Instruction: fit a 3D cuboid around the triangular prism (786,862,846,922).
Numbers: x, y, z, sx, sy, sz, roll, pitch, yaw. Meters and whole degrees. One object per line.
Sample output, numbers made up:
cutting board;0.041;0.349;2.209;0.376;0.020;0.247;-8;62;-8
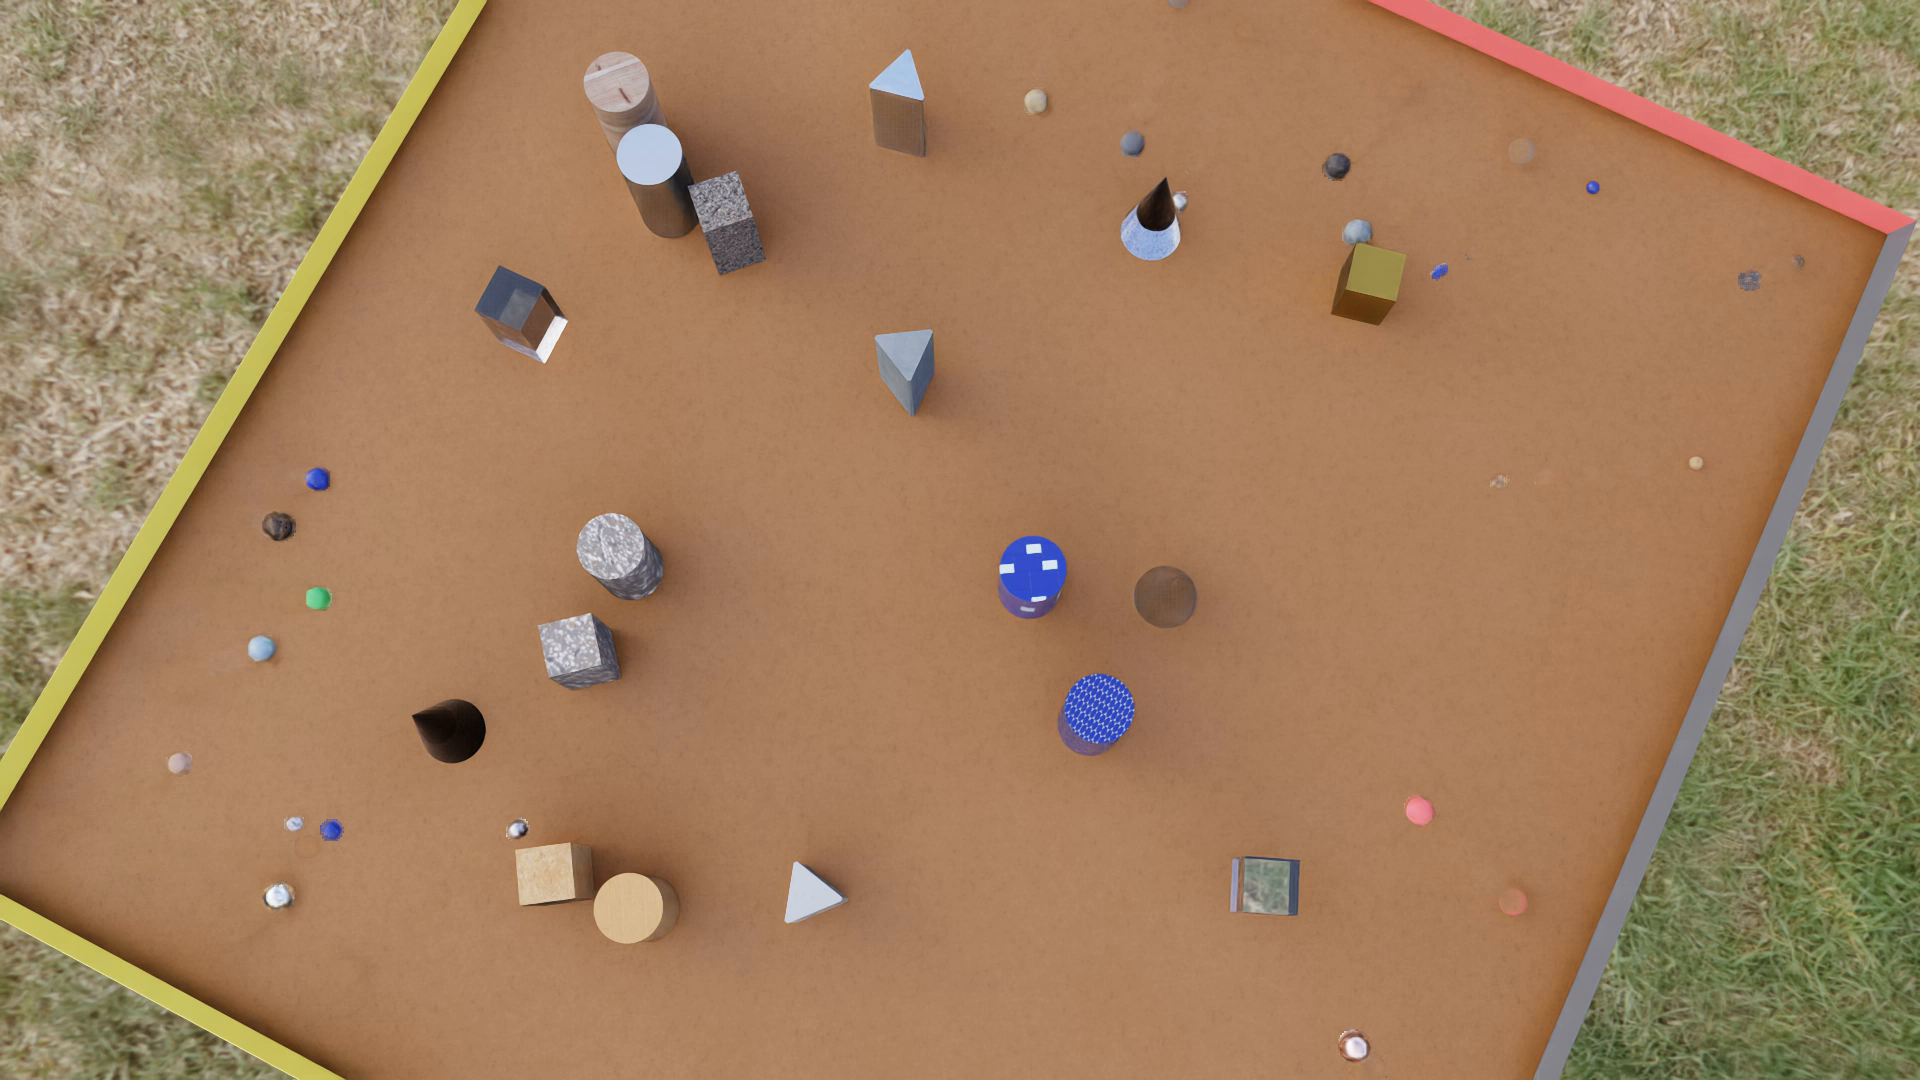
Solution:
triangular prism;-0.434;0.996;5.262;0.167;0.290;0.145;-22;79;-4

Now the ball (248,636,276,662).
ball;-2.099;0.327;5.509;0.080;0.080;0.080;0;78;0

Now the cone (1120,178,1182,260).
cone;0.606;-1.024;5.601;0.193;0.445;0.193;0;78;0

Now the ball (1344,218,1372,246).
ball;1.254;-0.969;5.773;0.086;0.086;0.086;0;78;0

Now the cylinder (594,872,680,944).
cylinder;-0.923;1.055;5.246;0.193;0.299;0.193;0;78;0

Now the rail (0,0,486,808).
rail;-1.956;-0.951;5.748;0.045;0.126;4.465;26;80;5

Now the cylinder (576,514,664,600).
cylinder;-1.002;0.053;5.425;0.193;0.353;0.193;0;78;0

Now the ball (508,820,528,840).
ball;-1.306;0.855;5.411;0.057;0.057;0.057;0;78;0

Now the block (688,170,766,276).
block;-0.712;-0.969;5.629;0.155;0.368;0.155;-19;79;-4

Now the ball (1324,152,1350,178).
ball;1.199;-1.189;5.821;0.082;0.082;0.082;0;78;0

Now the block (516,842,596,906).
block;-1.161;0.964;5.270;0.155;0.288;0.155;-7;78;-2

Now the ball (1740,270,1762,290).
ball;2.484;-0.817;5.755;0.059;0.059;0.059;0;78;0

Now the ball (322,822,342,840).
ball;-1.855;0.858;5.412;0.053;0.053;0.053;0;78;0

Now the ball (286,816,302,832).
ball;-1.968;0.840;5.420;0.045;0.045;0.045;0;78;0

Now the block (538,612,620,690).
block;-1.116;0.332;5.392;0.155;0.306;0.155;-14;79;-3

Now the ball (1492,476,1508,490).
ball;1.659;-0.177;5.630;0.045;0.045;0.045;0;78;0

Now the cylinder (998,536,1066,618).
cylinder;0.211;0.114;5.433;0.193;0.313;0.193;0;78;0

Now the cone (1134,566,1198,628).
cone;0.626;0.139;5.410;0.193;0.347;0.193;0;78;0

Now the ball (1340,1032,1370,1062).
ball;1.136;1.460;5.271;0.085;0.085;0.085;0;78;0

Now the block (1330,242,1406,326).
block;1.260;-0.788;5.660;0.155;0.233;0.155;14;79;3

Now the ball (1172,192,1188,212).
ball;0.693;-1.069;5.807;0.061;0.061;0.061;0;78;0

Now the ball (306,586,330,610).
ball;-1.943;0.177;5.544;0.070;0.070;0.070;0;78;0

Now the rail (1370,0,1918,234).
rail;0.988;-1.928;5.950;4.420;0.126;0.045;26;80;5

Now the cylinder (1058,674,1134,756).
cylinder;0.389;0.510;5.304;0.193;0.406;0.193;0;78;0

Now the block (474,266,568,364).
block;-1.335;-0.685;5.592;0.155;0.325;0.155;25;79;5

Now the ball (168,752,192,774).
ball;-2.320;0.665;5.446;0.064;0.064;0.064;0;78;0

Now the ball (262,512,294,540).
ball;-2.075;-0.042;5.579;0.090;0.090;0.090;0;78;0

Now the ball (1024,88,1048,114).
ball;0.244;-1.405;5.868;0.077;0.077;0.077;0;78;0

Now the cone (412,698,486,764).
cone;-1.520;0.530;5.287;0.193;0.430;0.193;0;78;0

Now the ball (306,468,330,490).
ball;-1.971;-0.186;5.619;0.070;0.070;0.070;0;78;0

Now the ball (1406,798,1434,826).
ball;1.357;0.801;5.410;0.080;0.080;0.080;0;78;0

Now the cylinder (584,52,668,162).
cylinder;-1.015;-1.307;5.646;0.193;0.472;0.193;0;78;0

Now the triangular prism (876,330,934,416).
triangular prism;-0.139;-0.530;5.527;0.145;0.390;0.167;-36;81;-7

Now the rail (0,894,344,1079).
rail;-0.988;1.941;5.150;4.420;0.126;0.045;26;80;5

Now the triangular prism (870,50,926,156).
triangular prism;-0.172;-1.359;5.683;0.167;0.421;0.145;14;79;3

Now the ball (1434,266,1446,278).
ball;1.511;-0.844;5.770;0.041;0.041;0.041;0;78;0

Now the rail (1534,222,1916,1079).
rail;1.956;0.964;5.352;0.045;0.126;4.465;26;80;5

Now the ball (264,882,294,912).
ball;-1.991;1.042;5.357;0.086;0.086;0.086;0;78;0

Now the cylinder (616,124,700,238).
cylinder;-0.917;-1.095;5.622;0.193;0.433;0.193;0;78;0

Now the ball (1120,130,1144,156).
ball;0.550;-1.264;5.839;0.077;0.077;0.077;0;78;0

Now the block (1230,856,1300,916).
block;0.877;0.999;5.284;0.155;0.247;0.155;4;78;1
